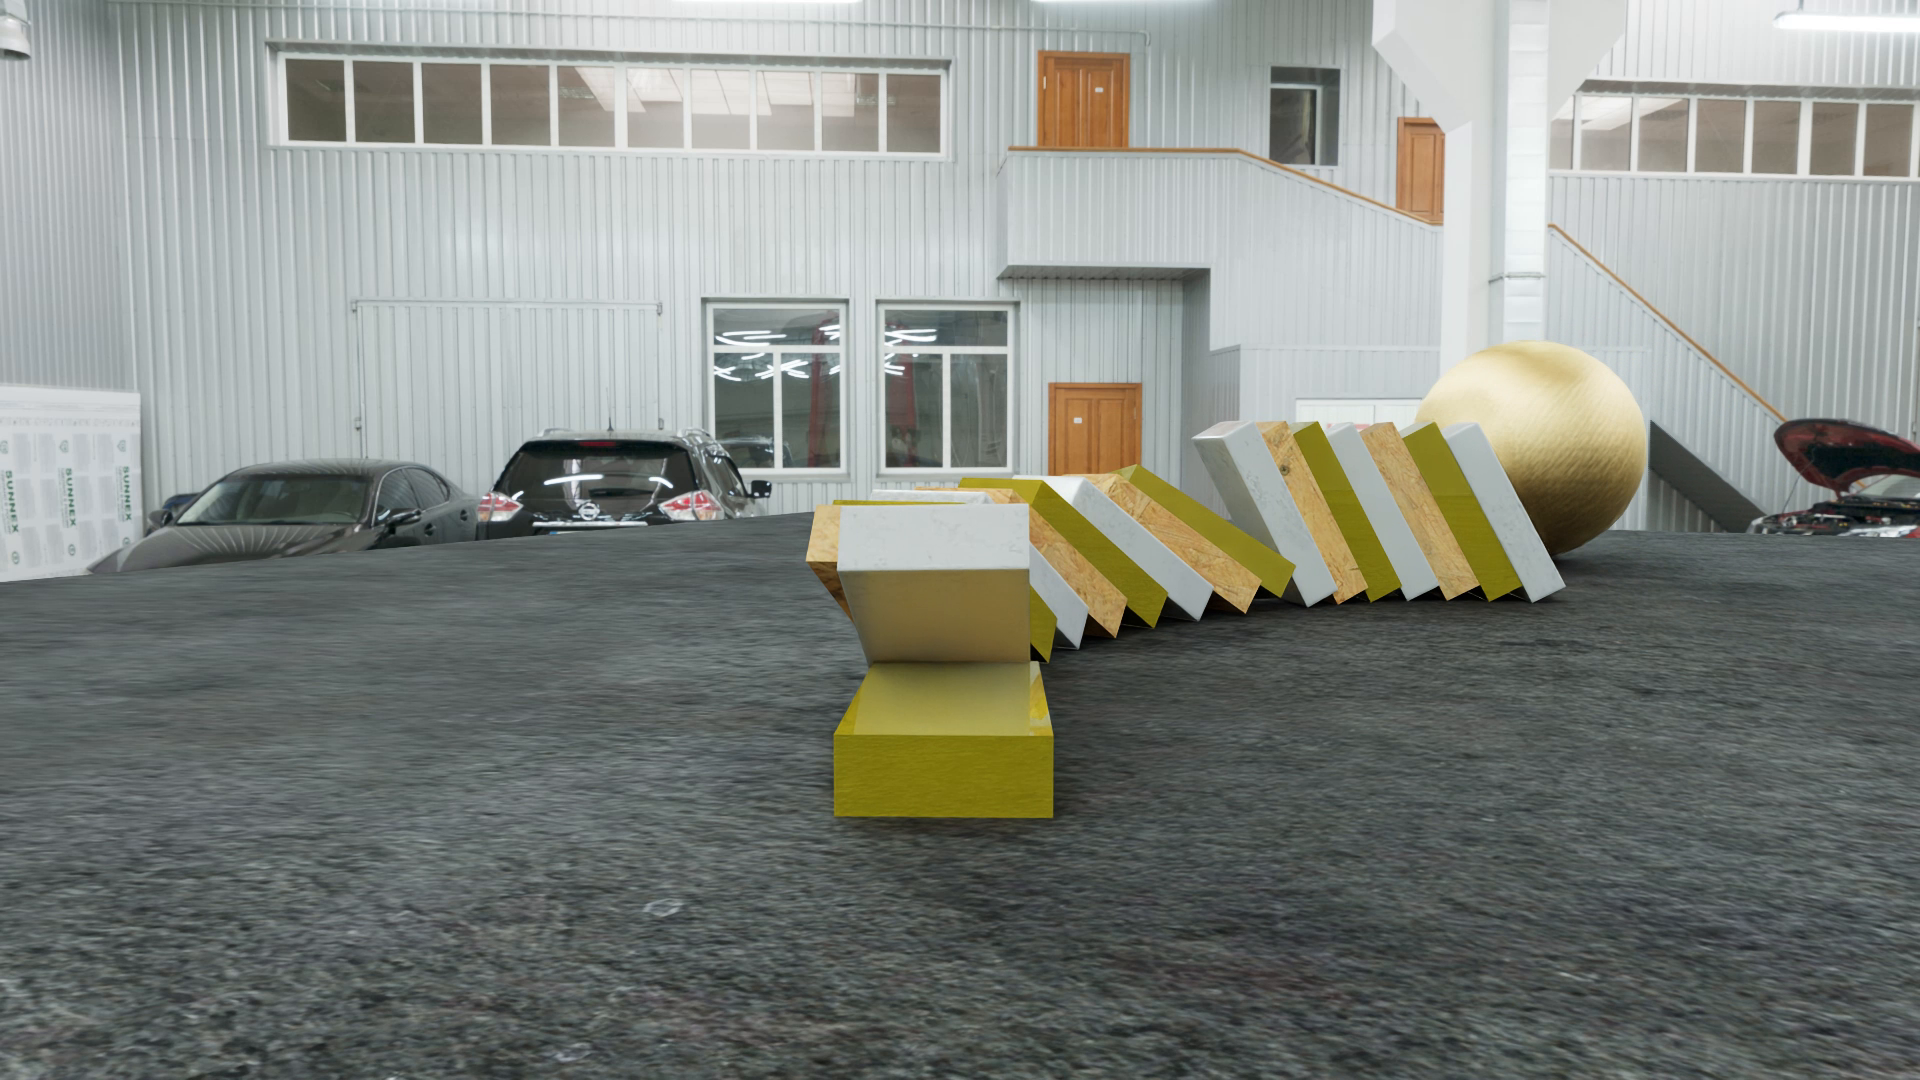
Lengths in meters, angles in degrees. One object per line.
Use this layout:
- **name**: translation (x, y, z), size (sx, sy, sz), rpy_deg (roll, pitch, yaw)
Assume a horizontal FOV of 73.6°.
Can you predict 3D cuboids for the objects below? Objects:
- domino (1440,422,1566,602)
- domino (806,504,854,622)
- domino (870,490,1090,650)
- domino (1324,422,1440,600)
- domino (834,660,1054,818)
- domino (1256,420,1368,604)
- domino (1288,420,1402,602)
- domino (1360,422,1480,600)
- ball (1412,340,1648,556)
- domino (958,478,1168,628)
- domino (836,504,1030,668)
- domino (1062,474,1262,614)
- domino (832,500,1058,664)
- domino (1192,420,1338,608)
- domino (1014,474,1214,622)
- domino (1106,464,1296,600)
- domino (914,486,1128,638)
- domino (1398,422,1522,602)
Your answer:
- **domino**: translation (0.147, -0.008, 0.355), size (0.009, 0.050, 0.025), rpy_deg (-28, 0, 9)
- **domino**: translation (-0.005, 0.010, 0.214), size (0.025, 0.009, 0.050), rpy_deg (1, -25, 14)
- **domino**: translation (0.004, 0.007, 0.255), size (0.025, 0.009, 0.050), rpy_deg (3, -26, 32)
- **domino**: translation (0.115, -0.009, 0.359), size (0.009, 0.050, 0.025), rpy_deg (-28, 0, 9)
- **domino**: translation (-0.001, 0.025, 0.171), size (0.025, 0.009, 0.050), rpy_deg (0, 4, 1)
- **domino**: translation (0.091, -0.008, 0.349), size (0.009, 0.050, 0.025), rpy_deg (-29, 7, -4)
- **domino**: translation (0.103, -0.008, 0.355), size (0.009, 0.050, 0.025), rpy_deg (-28, 4, 2)
- **domino**: translation (0.126, -0.009, 0.360), size (0.009, 0.050, 0.025), rpy_deg (-28, 0, 9)
- **ball**: translation (0.207, -0.033, 0.471), size (0.080, 0.080, 0.080), rpy_deg (0, 4, 0)
- **domino**: translation (0.023, 0.003, 0.291), size (0.025, 0.009, 0.050), rpy_deg (5, -26, 48)
- **domino**: translation (-0.002, 0.011, 0.190), size (0.025, 0.009, 0.050), rpy_deg (-1, -26, 3)
- **domino**: translation (0.048, 0.001, 0.319), size (0.050, 0.009, 0.025), rpy_deg (34, -12, -23)
- **domino**: translation (-0.002, 0.008, 0.235), size (0.025, 0.009, 0.050), rpy_deg (2, -25, 25)
- **domino**: translation (0.081, -0.007, 0.342), size (0.009, 0.050, 0.025), rpy_deg (-29, 7, -5)
- **domino**: translation (0.035, 0.002, 0.305), size (0.050, 0.009, 0.025), rpy_deg (37, -18, -32)
- **domino**: translation (0.059, -0.001, 0.332), size (0.050, 0.009, 0.025), rpy_deg (31, -11, -12)
- **domino**: translation (0.012, 0.005, 0.273), size (0.025, 0.010, 0.050), rpy_deg (3, -25, 39)
- **domino**: translation (0.137, -0.009, 0.358), size (0.009, 0.050, 0.025), rpy_deg (-28, 0, 9)
